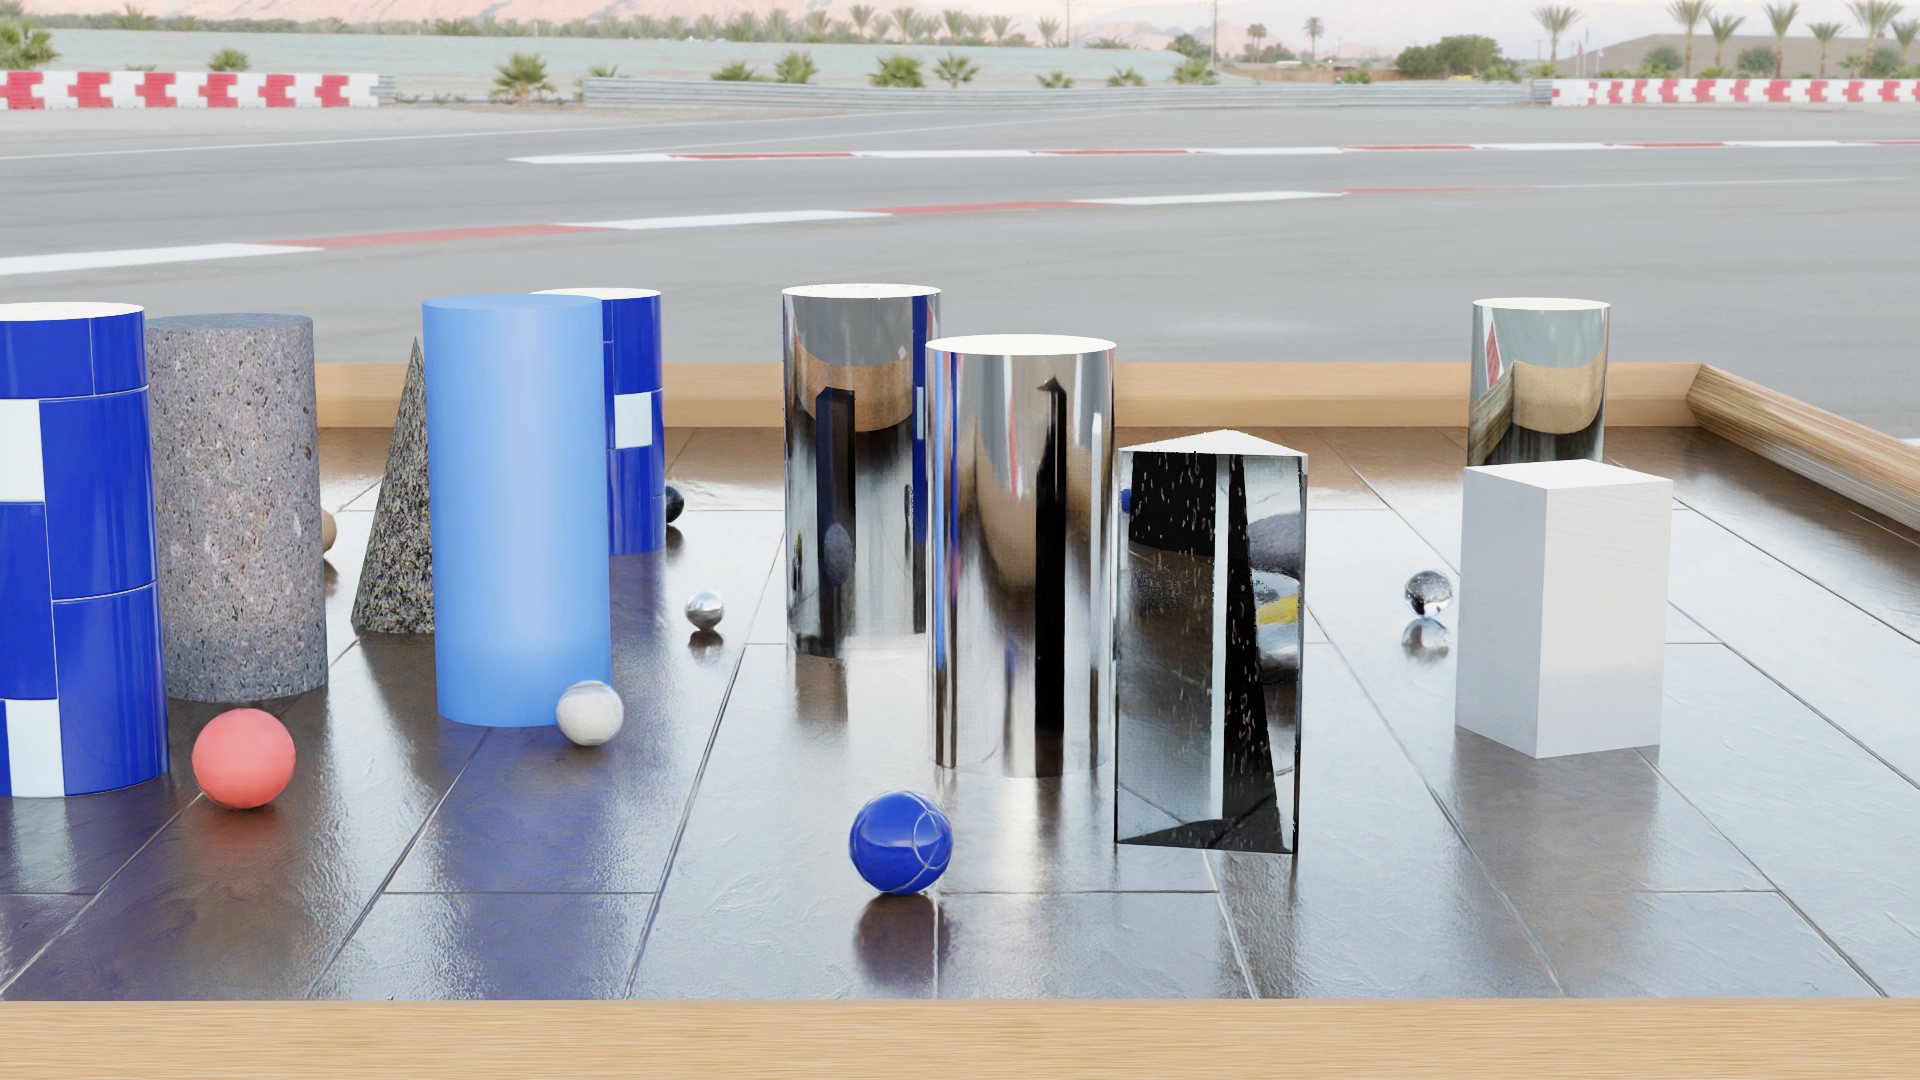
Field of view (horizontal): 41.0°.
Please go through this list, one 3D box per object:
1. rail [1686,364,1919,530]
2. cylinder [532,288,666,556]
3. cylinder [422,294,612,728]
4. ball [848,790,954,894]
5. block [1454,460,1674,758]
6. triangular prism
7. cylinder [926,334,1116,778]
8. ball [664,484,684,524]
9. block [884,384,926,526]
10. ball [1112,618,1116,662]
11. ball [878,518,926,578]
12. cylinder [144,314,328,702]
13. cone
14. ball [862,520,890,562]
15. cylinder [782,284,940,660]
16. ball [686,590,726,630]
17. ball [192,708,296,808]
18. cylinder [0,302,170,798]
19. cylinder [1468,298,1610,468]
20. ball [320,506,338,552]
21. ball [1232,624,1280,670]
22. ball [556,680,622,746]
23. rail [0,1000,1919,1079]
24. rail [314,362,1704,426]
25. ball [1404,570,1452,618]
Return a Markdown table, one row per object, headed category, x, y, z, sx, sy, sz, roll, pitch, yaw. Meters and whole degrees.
| category | x | y | z | sx | sy | sz | roll | pitch | yaw |
| --- | --- | --- | --- | --- | --- | --- | --- | --- | --- |
| rail | 1.501 | 0.032 | 3.457 | 0.045 | 0.129 | 3.618 | 0 | 10 | 0 |
| cylinder | -0.553 | -0.183 | 3.918 | 0.199 | 0.386 | 0.199 | 0 | 10 | 0 |
| cylinder | -0.501 | -0.038 | 2.917 | 0.199 | 0.466 | 0.199 | 0 | 10 | 0 |
| ball | -0.053 | 0.268 | 2.282 | 0.093 | 0.093 | 0.093 | 0 | 10 | 0 |
| block | 0.658 | 0.071 | 2.806 | 0.159 | 0.291 | 0.159 | -4 | 11 | -21 |
| triangular prism | 0.246 | 0.092 | 2.457 | 0.172 | 0.377 | 0.149 | 2 | 11 | 12 |
| cylinder | 0.063 | 0.012 | 2.713 | 0.199 | 0.440 | 0.199 | 0 | 10 | 0 |
| ball | -0.476 | -0.058 | 4.126 | 0.065 | 0.065 | 0.065 | 0 | 10 | 0 |
| block | -0.026 | -0.108 | 3.909 | 0.159 | 0.241 | 0.159 | -1 | 11 | -8 |
| ball | 0.168 | 0.122 | 3.145 | 0.066 | 0.066 | 0.066 | 0 | 10 | 0 |
| ball | -0.075 | 0.010 | 3.695 | 0.086 | 0.086 | 0.086 | 0 | 10 | 0 |
| cylinder | -0.858 | -0.043 | 3.033 | 0.199 | 0.432 | 0.199 | 0 | 10 | 0 |
| cone | -0.714 | -0.083 | 3.398 | 0.199 | 0.378 | 0.199 | 0 | 10 | 0 |
| ball | -0.116 | 0.001 | 3.817 | 0.060 | 0.060 | 0.060 | 0 | 10 | 0 |
| cylinder | -0.123 | -0.091 | 3.244 | 0.199 | 0.449 | 0.199 | 0 | 10 | 0 |
| ball | -0.333 | 0.091 | 3.356 | 0.052 | 0.052 | 0.052 | 0 | 10 | 0 |
| ball | -0.710 | 0.216 | 2.546 | 0.099 | 0.099 | 0.099 | 0 | 10 | 0 |
| cylinder | -0.929 | 0.005 | 2.638 | 0.199 | 0.481 | 0.199 | 0 | 10 | 0 |
| cylinder | 0.862 | -0.164 | 3.837 | 0.199 | 0.378 | 0.199 | 0 | 10 | 0 |
| ball | -0.974 | -0.014 | 3.845 | 0.079 | 0.079 | 0.079 | 0 | 10 | 0 |
| ball | 0.360 | 0.130 | 3.127 | 0.058 | 0.058 | 0.058 | 0 | 10 | 0 |
| ball | -0.402 | 0.187 | 2.782 | 0.071 | 0.071 | 0.071 | 0 | 10 | 0 |
| rail | 0.010 | 0.358 | 1.693 | 3.050 | 0.129 | 0.045 | 0 | 10 | 0 |
| rail | -0.010 | -0.292 | 5.204 | 3.050 | 0.129 | 0.045 | 0 | 10 | 0 |
| ball | 0.624 | 0.072 | 3.423 | 0.065 | 0.065 | 0.065 | 0 | 10 | 0 |
